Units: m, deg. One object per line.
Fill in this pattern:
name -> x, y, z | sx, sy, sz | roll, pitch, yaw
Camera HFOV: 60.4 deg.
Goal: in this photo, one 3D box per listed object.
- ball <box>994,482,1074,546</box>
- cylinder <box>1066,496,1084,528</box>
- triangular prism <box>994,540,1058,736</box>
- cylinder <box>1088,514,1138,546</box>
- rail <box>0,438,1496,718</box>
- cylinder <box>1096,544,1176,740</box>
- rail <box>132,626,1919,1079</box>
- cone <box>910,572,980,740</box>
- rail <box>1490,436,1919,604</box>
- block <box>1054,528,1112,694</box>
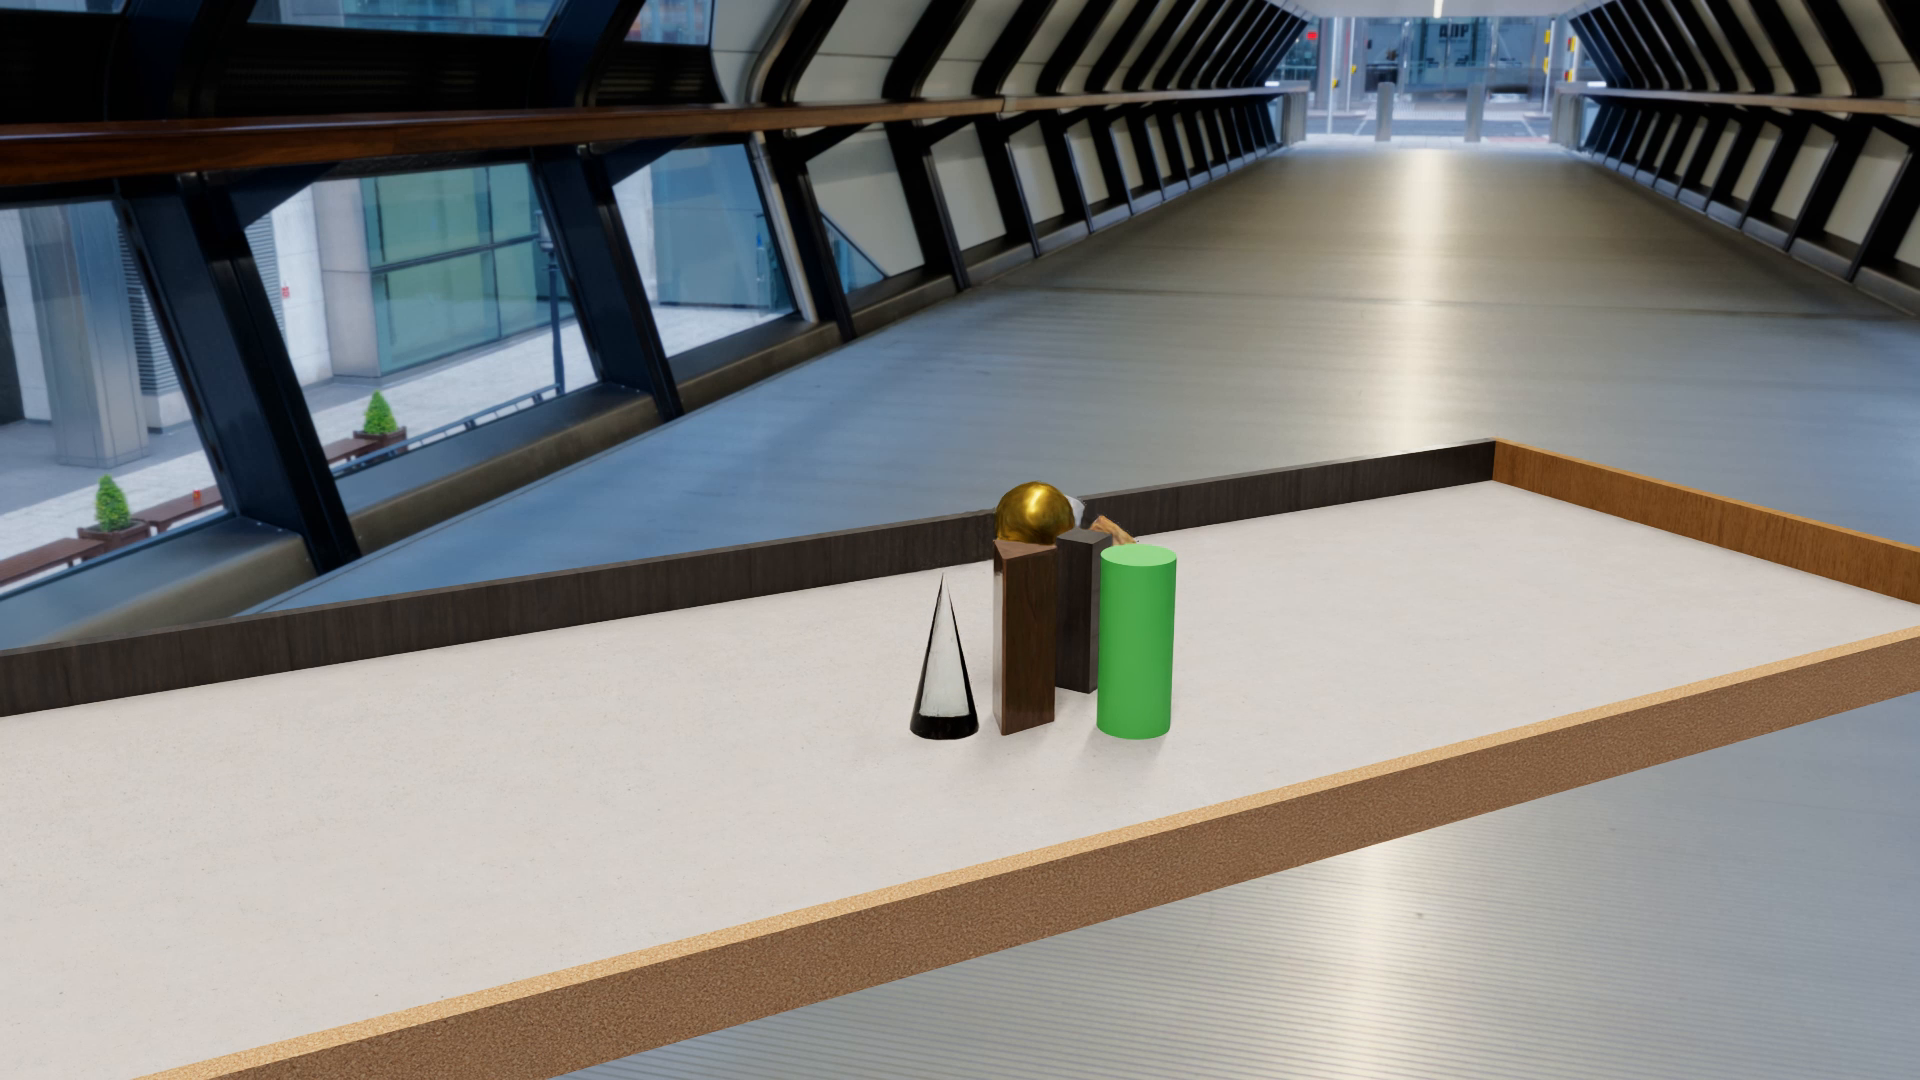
ball -> 0.190, -0.045, 4.214 | 0.206, 0.206, 0.206 | 0, 16, 0
cylinder -> 0.239, 0.066, 4.486 | 0.115, 0.369, 0.115 | 14, -17, 5
triangular prism -> 0.121, 0.220, 3.849 | 0.155, 0.428, 0.134 | -12, 20, -35
cylinder -> 0.318, 0.123, 4.273 | 0.175, 0.348, 0.175 | 40, -1, 1
rail -> -3.305, 0.497, 3.399 | 12.000, 0.150, 0.050 | -9, 18, -27
cylinder -> 0.407, 0.234, 3.817 | 0.173, 0.418, 0.173 | 0, 16, 0
rail -> -2.336, 1.006, 1.665 | 12.000, 0.150, 0.050 | -9, 18, -27
cone -> -0.037, 0.251, 3.813 | 0.166, 0.388, 0.166 | 0, 16, 0
rail -> 2.466, -0.048, 5.253 | 0.050, 0.150, 2.100 | -9, 18, -27
block -> 0.302, 0.175, 4.076 | 0.103, 0.386, 0.103 | 10, 19, 31
